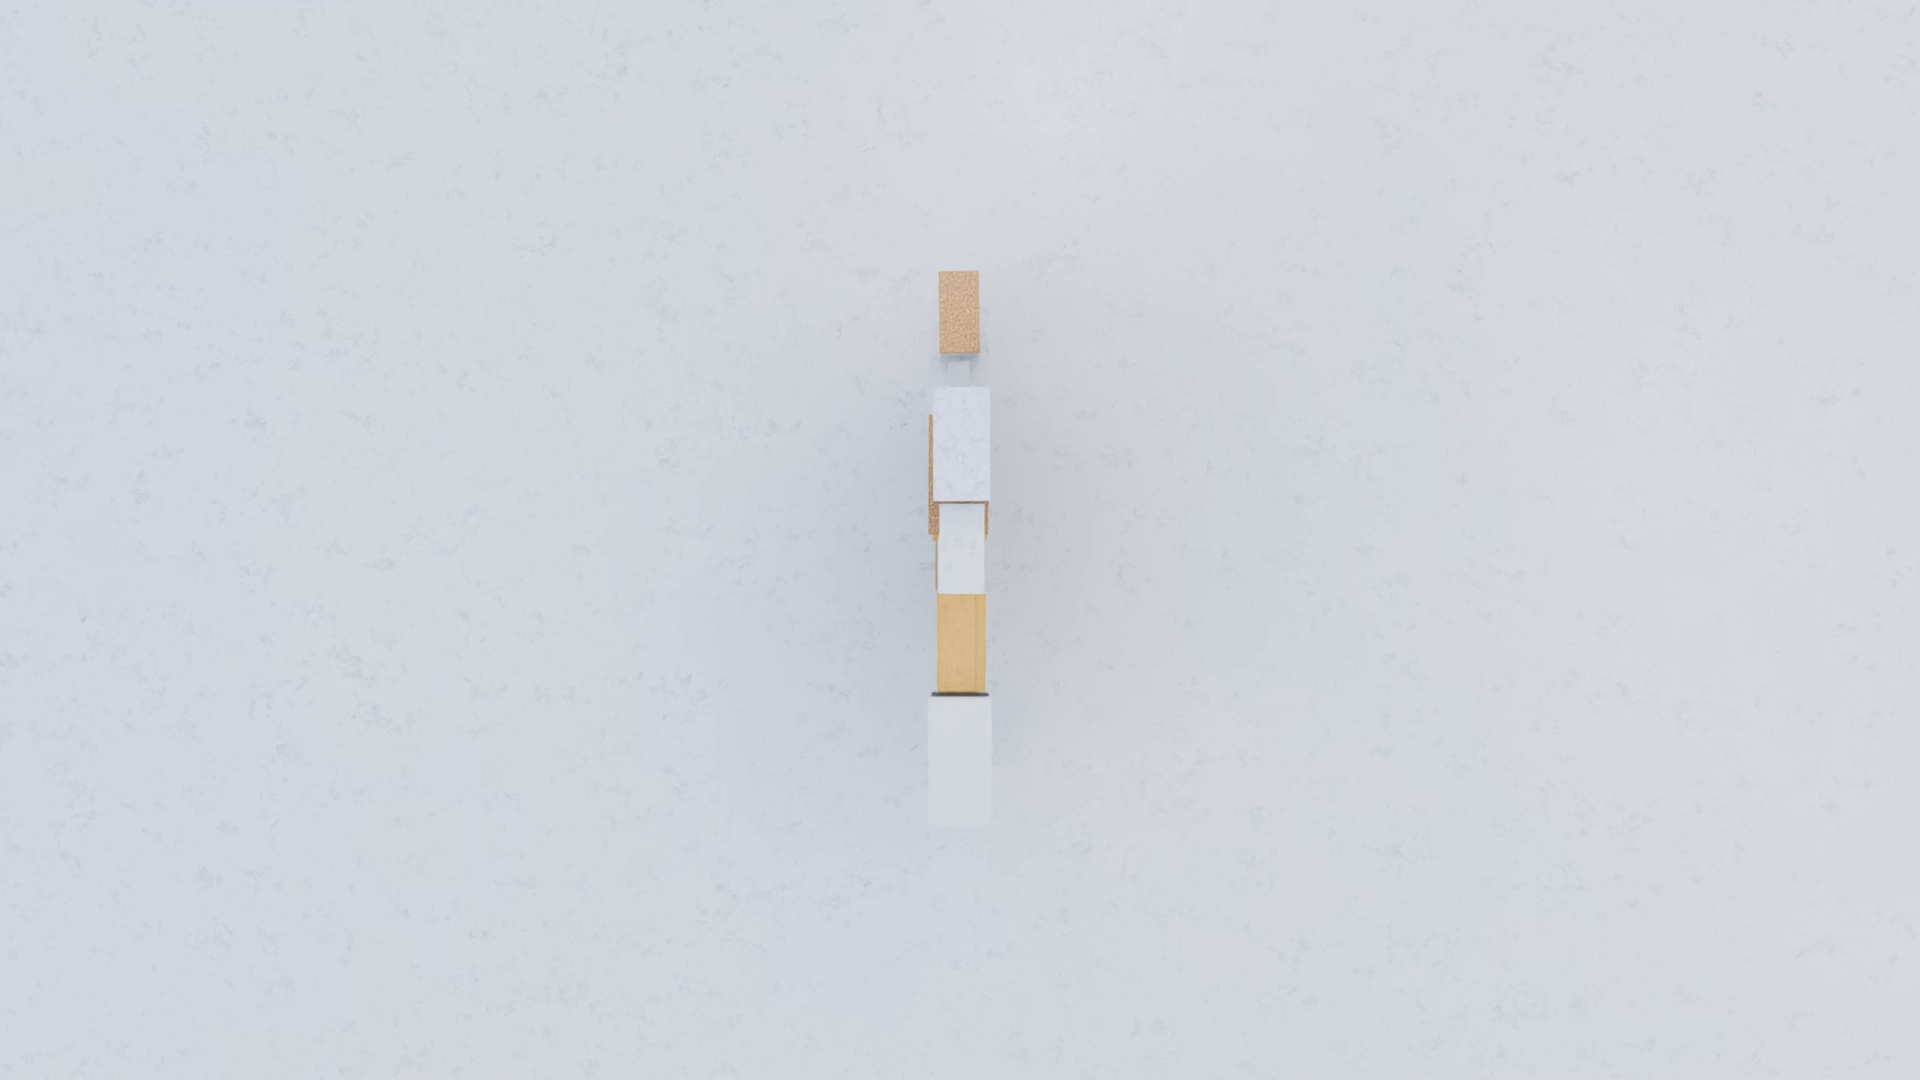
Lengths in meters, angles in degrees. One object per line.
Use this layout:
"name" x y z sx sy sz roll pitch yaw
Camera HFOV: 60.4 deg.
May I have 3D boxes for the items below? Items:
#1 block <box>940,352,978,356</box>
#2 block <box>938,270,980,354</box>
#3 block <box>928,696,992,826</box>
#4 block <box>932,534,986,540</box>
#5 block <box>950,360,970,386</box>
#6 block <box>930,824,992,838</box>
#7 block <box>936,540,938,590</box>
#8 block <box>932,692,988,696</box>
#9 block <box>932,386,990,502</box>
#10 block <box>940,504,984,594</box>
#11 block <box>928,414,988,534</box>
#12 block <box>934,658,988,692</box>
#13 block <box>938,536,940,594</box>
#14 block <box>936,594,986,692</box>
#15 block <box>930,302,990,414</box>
"block" -0.002 -0.524 4.442 0.106 0.212 0.030 0 89 0
"block" -0.002 -0.597 4.321 0.106 0.030 0.212 -1 90 0
"block" 0.000 0.542 4.058 0.155 0.044 0.311 0 90 0
"block" -0.001 -0.149 4.632 0.152 0.043 0.304 0 90 0
"block" -0.001 -0.426 4.429 0.055 0.016 0.111 0 90 0
"block" 0.003 0.629 4.414 0.166 0.047 0.331 0 90 0
"block" -0.001 0.007 4.978 0.145 0.041 0.290 0 90 0
"block" 0.000 0.439 4.302 0.155 0.444 0.044 0 90 0
"block" 0.004 -0.230 3.965 0.136 0.039 0.273 0 90 0
"block" 0.004 0.021 4.023 0.109 0.031 0.219 0 90 0
"block" -0.004 -0.169 4.279 0.155 0.044 0.310 0 90 0
"block" 0.002 0.497 4.790 0.155 0.044 0.310 0 90 0
"block" 0.002 0.115 4.475 0.124 0.035 0.248 0 90 0
"block" 0.004 0.259 4.192 0.124 0.035 0.248 0 90 0
"block" 0.000 -0.491 4.571 0.163 0.046 0.327 0 90 0
